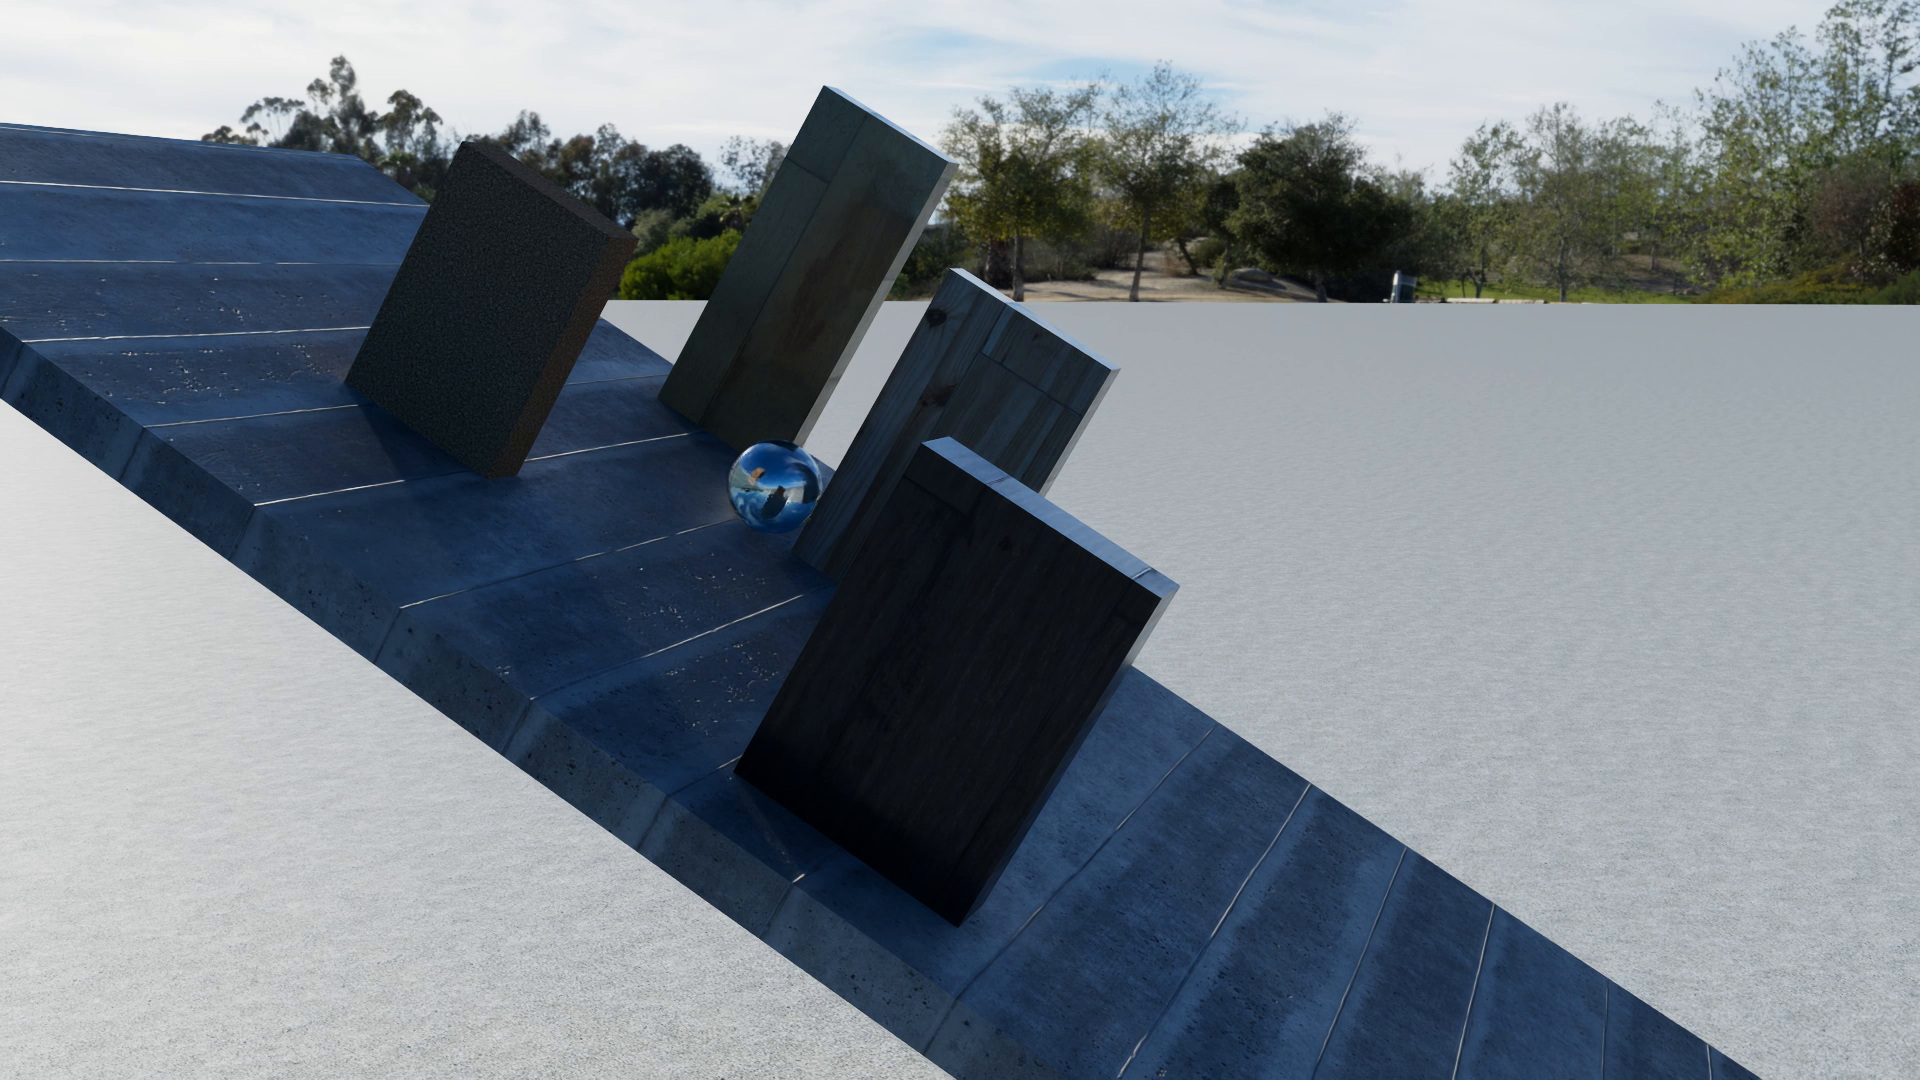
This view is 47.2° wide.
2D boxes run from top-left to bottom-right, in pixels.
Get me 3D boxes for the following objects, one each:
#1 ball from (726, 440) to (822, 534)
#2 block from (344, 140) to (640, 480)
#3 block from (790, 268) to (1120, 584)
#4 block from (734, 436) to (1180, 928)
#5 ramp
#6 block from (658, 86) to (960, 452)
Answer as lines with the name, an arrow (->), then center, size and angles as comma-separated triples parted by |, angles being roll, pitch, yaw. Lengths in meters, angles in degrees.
ball -> -0.374, -0.108, 4.438 | 0.191, 0.191, 0.191 | 0, 7, 0
block -> -0.839, -0.409, 3.931 | 0.331, 0.495, 0.113 | 33, 15, 11
block -> -0.014, -0.156, 4.364 | 0.377, 0.660, 0.084 | 33, 15, 11
block -> -0.010, 0.210, 3.296 | 0.417, 0.591, 0.135 | 33, 15, 11
ramp -> -0.171, 0.281, 4.121 | 4.000, 0.100, 2.000 | 33, 15, 11
block -> -0.339, -0.566, 4.838 | 0.328, 0.789, 0.085 | 33, 15, 11
